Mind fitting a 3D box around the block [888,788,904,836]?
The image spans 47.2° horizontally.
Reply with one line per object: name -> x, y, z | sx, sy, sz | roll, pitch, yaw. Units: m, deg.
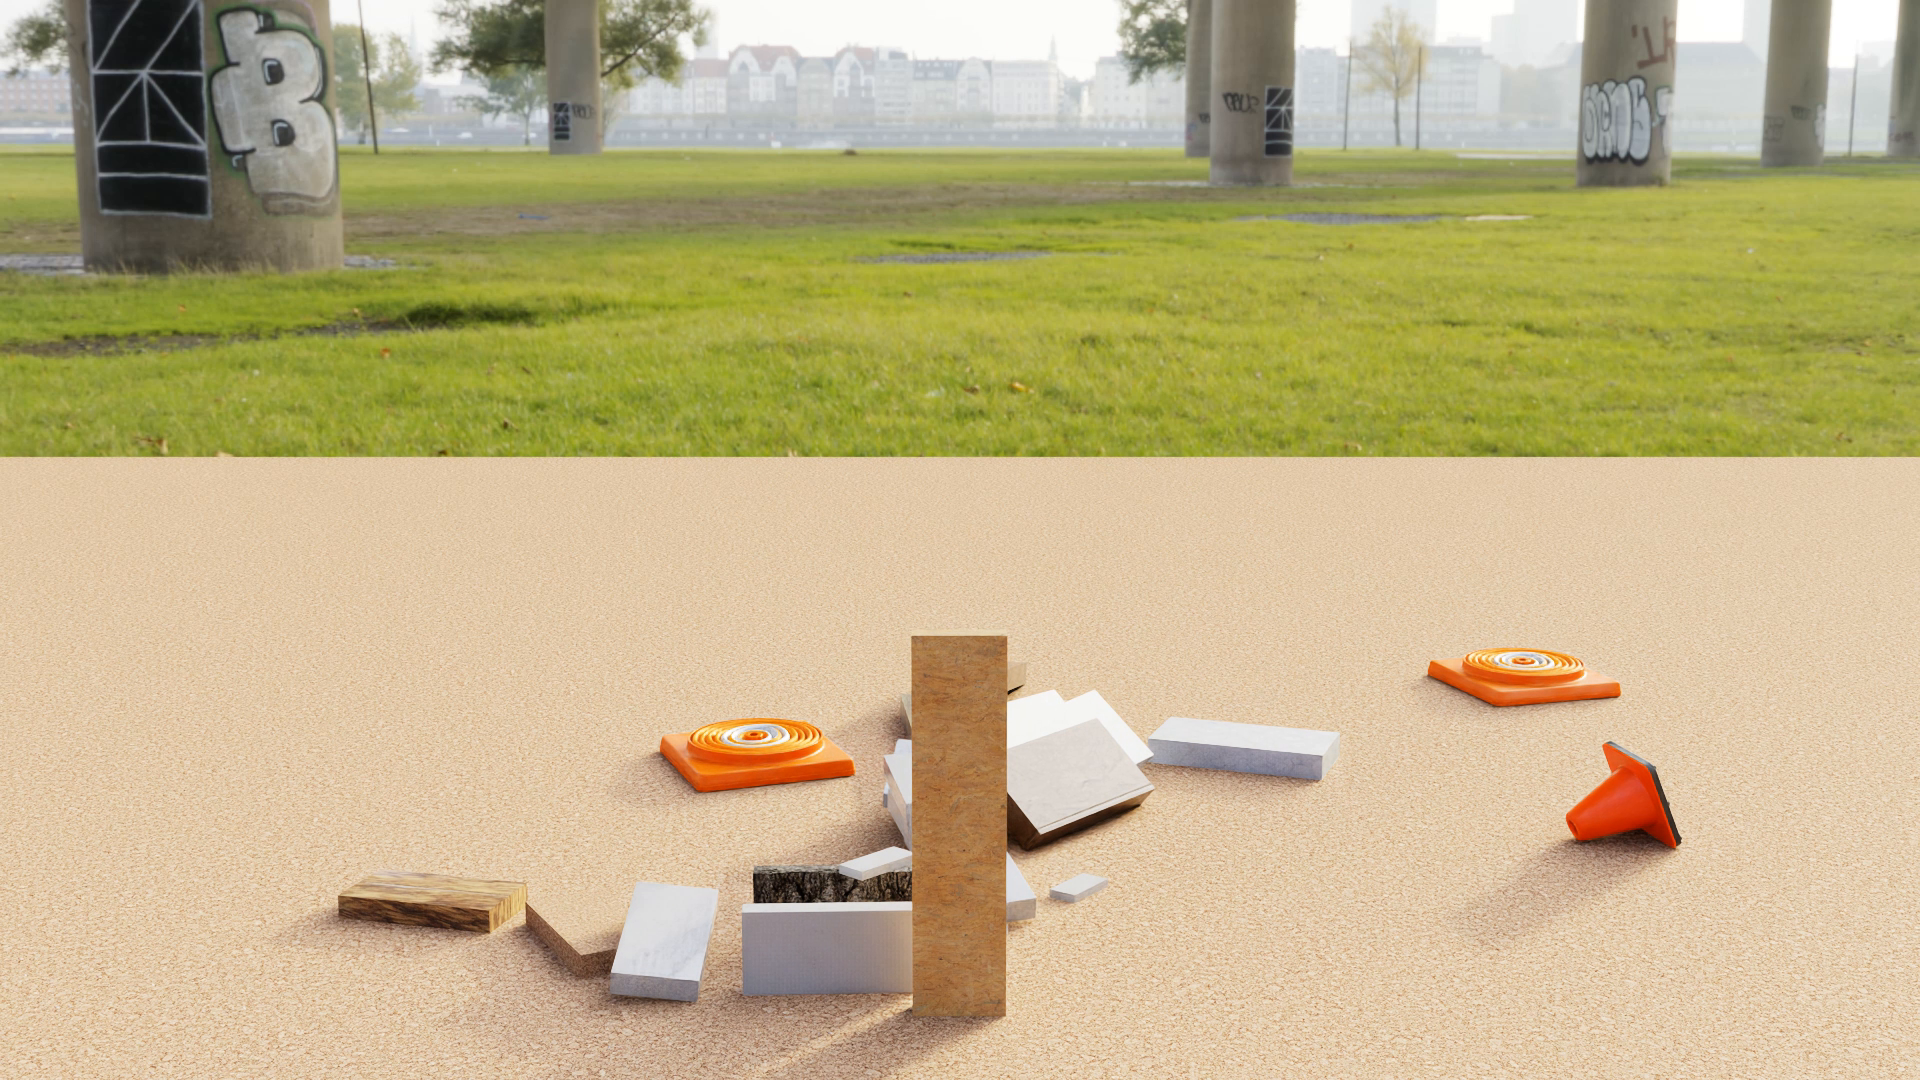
block -> -0.021, 0.506, 3.792 | 0.136, 0.039, 0.273 | -5, 25, -17

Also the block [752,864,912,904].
block -> -0.191, 0.572, 3.417 | 0.256, 0.128, 0.036 | 0, 11, -2

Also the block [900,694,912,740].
block -> -0.012, 0.410, 4.505 | 0.174, 0.049, 0.582 | -1, 11, -6

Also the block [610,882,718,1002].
block -> -0.444, 0.604, 3.322 | 0.128, 0.036, 0.257 | 6, 22, -2

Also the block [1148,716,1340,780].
block -> 0.574, 0.420, 4.449 | 0.355, 0.050, 0.177 | 4, 11, 20

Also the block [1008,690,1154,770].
block -> 0.197, 0.413, 4.206 | 0.177, 0.050, 0.433 | 48, 30, 17

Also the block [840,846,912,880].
block -> -0.127, 0.501, 3.407 | 0.050, 0.014, 0.119 | 10, 14, 42

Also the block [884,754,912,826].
block -> -0.046, 0.429, 3.827 | 0.136, 0.039, 0.273 | -3, 12, -9

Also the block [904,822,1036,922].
block -> 0.014, 0.541, 3.622 | 0.136, 0.039, 0.273 | -6, 26, -18

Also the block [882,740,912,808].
block -> -0.077, 0.431, 4.037 | 0.102, 0.029, 0.204 | 5, 24, 4

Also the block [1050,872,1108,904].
block -> 0.199, 0.582, 3.675 | 0.050, 0.014, 0.101 | 8, 13, 36

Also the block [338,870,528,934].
block -> -0.857, 0.587, 3.582 | 0.268, 0.038, 0.134 | 3, 11, 15

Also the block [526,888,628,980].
block -> -0.573, 0.613, 3.442 | 0.134, 0.038, 0.268 | -6, 12, -28

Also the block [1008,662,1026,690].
block -> 0.032, 0.304, 4.913 | 0.174, 0.049, 0.348 | 2, 1, 12

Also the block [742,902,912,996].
block -> -0.192, 0.603, 3.247 | 0.256, 0.128, 0.036 | 0, 11, -2

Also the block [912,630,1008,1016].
block -> -0.001, 0.405, 3.128 | 0.134, 0.561, 0.038 | 0, 11, 0

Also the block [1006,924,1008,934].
block -> 0.038, 0.625, 3.444 | 0.050, 0.014, 0.101 | 3, 11, 15

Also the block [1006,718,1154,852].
block -> 0.189, 0.444, 4.036 | 0.355, 0.050, 0.177 | -13, 56, -50

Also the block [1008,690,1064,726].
block -> 0.125, 0.396, 4.253 | 0.174, 0.049, 0.348 | 50, 31, 21
